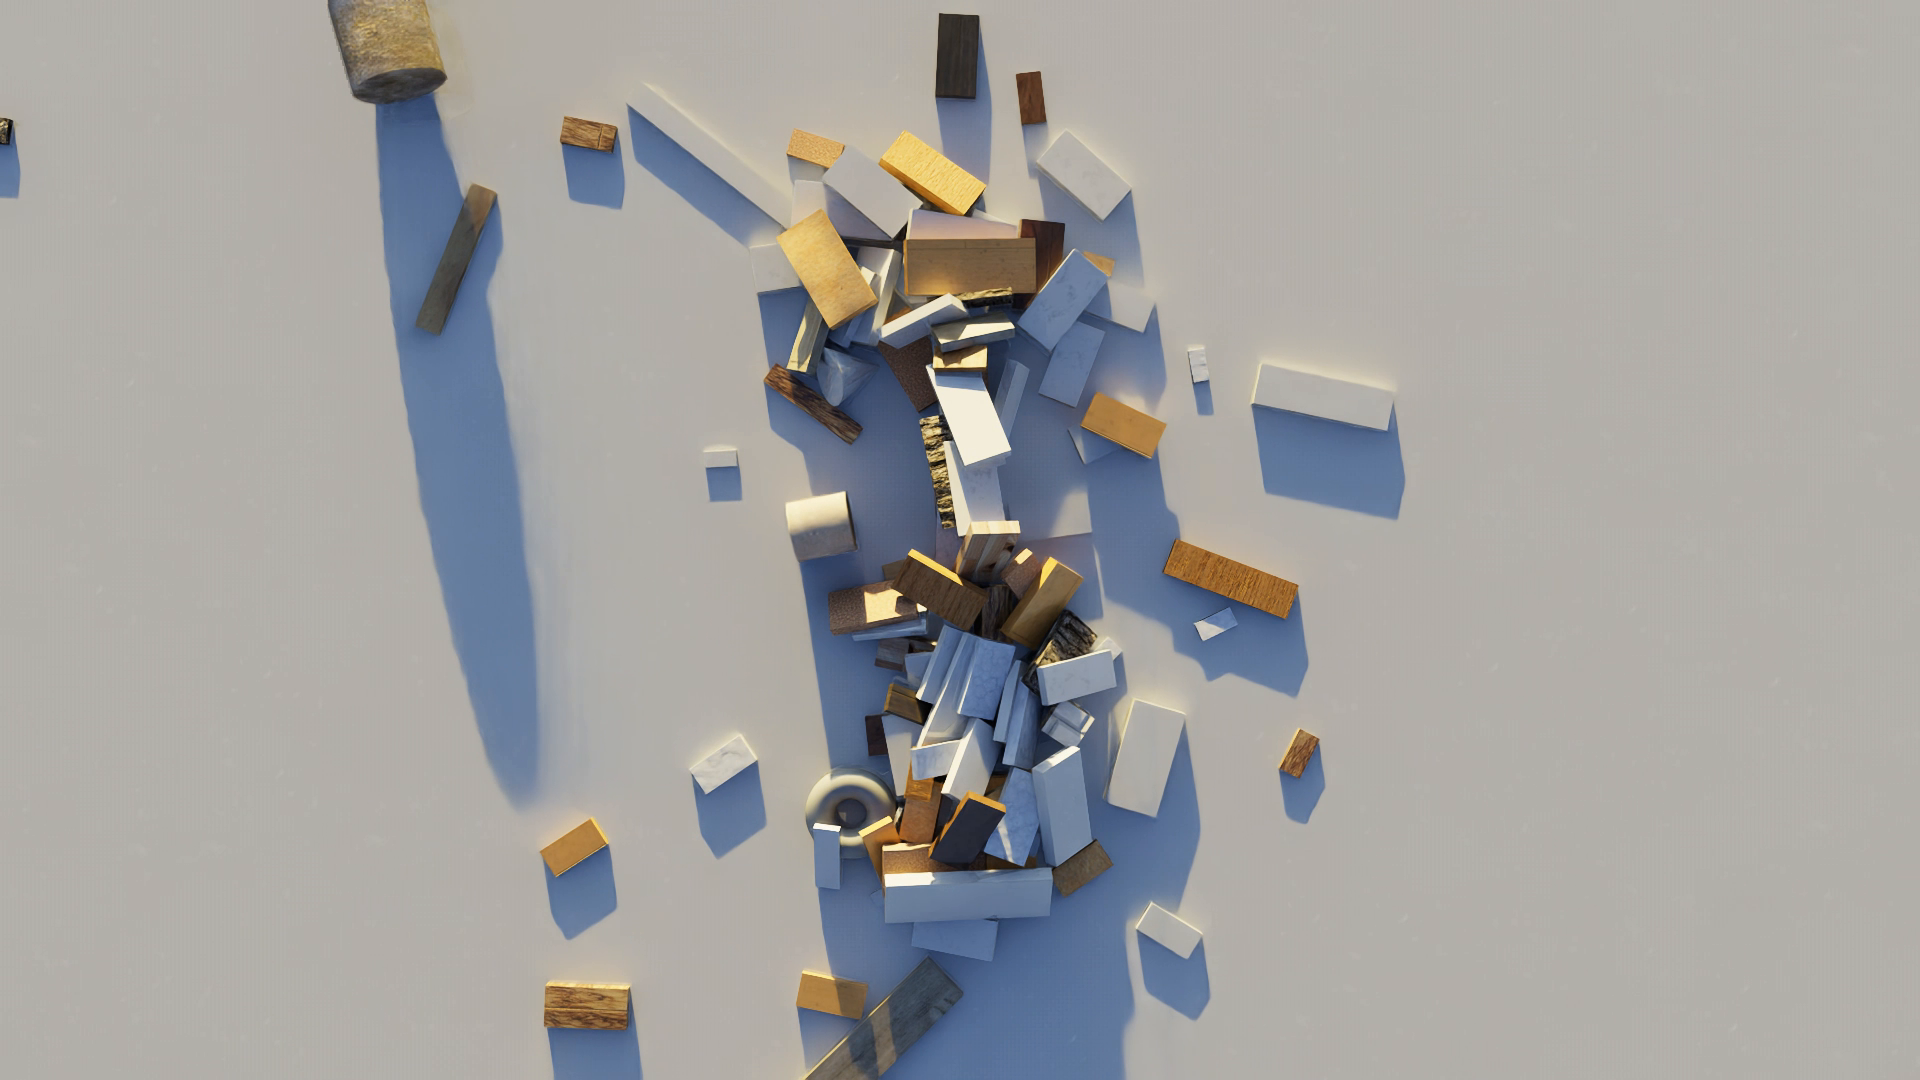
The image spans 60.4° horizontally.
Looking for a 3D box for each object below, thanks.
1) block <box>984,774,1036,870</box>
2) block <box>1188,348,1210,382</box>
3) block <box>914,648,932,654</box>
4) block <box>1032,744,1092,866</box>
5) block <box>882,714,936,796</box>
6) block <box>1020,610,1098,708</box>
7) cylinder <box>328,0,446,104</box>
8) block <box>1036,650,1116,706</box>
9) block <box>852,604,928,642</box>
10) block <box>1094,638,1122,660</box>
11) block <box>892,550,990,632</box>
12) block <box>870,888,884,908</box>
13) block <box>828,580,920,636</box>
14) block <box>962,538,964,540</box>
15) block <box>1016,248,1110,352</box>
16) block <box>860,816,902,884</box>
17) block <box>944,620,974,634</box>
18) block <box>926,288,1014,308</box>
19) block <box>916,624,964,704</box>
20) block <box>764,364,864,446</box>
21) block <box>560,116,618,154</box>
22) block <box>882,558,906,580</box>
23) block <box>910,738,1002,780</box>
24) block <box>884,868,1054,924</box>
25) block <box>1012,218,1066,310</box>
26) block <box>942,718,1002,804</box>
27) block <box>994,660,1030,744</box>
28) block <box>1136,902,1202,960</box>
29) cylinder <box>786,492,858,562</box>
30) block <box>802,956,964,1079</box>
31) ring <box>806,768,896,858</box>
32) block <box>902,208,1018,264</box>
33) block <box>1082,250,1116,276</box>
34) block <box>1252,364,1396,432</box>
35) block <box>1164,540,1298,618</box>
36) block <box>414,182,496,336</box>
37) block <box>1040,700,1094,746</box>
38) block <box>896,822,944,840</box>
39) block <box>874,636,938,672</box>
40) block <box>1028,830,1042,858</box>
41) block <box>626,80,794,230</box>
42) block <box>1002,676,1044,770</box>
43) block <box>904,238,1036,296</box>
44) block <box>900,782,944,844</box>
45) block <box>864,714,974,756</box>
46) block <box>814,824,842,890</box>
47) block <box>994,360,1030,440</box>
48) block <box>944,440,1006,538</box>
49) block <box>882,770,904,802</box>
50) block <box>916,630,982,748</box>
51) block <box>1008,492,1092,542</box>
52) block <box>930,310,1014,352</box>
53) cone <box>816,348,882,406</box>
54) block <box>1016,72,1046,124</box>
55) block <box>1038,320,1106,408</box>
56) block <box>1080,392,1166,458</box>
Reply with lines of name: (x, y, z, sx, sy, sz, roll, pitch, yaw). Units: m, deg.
block: (0.163, 0.943, 5.438, 0.167, 0.047, 0.334, -2, 94, -10)
block: (0.795, -0.581, 5.492, 0.054, 0.015, 0.108, -10, 90, 0)
block: (-0.116, 0.453, 5.452, 0.092, 0.026, 0.184, 7, 113, 0)
block: (0.333, 0.864, 5.363, 0.177, 0.050, 0.354, -27, 118, -38)
block: (-0.166, 0.699, 5.427, 0.132, 0.037, 0.264, -11, 89, 7)
block: (0.327, 0.387, 5.399, 0.144, 0.041, 0.288, 43, 65, -24)
cylinder: (-1.857, -1.617, 5.351, 0.299, 0.299, 0.299, -16, 90, 0)
block: (0.382, 0.448, 5.387, 0.288, 0.035, 0.123, -11, 94, -34)
block: (-0.228, 0.259, 5.428, 0.248, 0.035, 0.124, -6, 56, 11)
block: (0.472, 0.392, 5.491, 0.065, 0.018, 0.130, 44, 90, 0)
block: (-0.064, 0.164, 5.333, 0.290, 0.041, 0.145, 30, 121, 2)
block: (-0.160, 1.130, 5.470, 0.295, 0.015, 0.051, -29, 90, 9)
block: (-0.286, 0.217, 5.424, 0.290, 0.041, 0.145, -12, 55, 7)
block: (0.045, -0.083, 5.282, 0.099, 0.028, 0.198, -10, 92, -2)
block: (0.335, -0.789, 5.432, 0.147, 0.042, 0.312, 38, 89, -8)
block: (-0.242, 1.025, 5.419, 0.111, 0.031, 0.222, -26, 119, -13)
block: (-0.005, 0.249, 5.410, 0.099, 0.028, 0.198, -3, 111, -1)
block: (0.033, -0.779, 5.356, 0.274, 0.085, 0.024, -6, 78, 4)
block: (-0.037, 0.416, 5.383, 0.127, 0.036, 0.255, 21, 91, -26)
block: (-0.488, -0.452, 5.489, 0.361, 0.021, 0.074, 37, 90, 0)
block: (-1.236, -1.349, 5.488, 0.175, 0.025, 0.087, 11, 90, 0)
block: (-0.196, 0.154, 5.488, 0.085, 0.024, 0.169, -17, 90, 0)
block: (-0.011, 0.700, 5.350, 0.351, 0.028, 0.099, -6, 90, -39)
block: (0.026, 1.159, 5.377, 0.541, 0.050, 0.177, -1, 126, -5)
block: (0.259, -0.905, 5.453, 0.147, 0.042, 0.293, 4, 96, -10)
block: (0.045, 0.726, 5.346, 0.135, 0.038, 0.269, 36, 63, -30)
block: (0.181, 0.536, 5.409, 0.038, 0.135, 0.269, 8, 80, 28)
block: (0.696, 1.299, 5.486, 0.197, 0.028, 0.099, 31, 90, 0)
cylinder: (-0.453, -0.043, 5.402, 0.195, 0.195, 0.195, -11, 90, 0)
block: (-0.344, 1.736, 5.476, 0.827, 0.047, 0.167, -44, 90, 0)
ring: (-0.360, 0.904, 5.449, 0.303, 0.101, 0.303, 0, 94, -1)
block: (0.000, -0.965, 5.382, 0.352, 0.050, 0.176, 6, 95, -14)
block: (0.458, -0.921, 5.492, 0.108, 0.015, 0.054, 16, 90, 0)
block: (1.207, -0.474, 5.481, 0.452, 0.038, 0.135, 12, 90, 0)
block: (0.900, 0.129, 5.483, 0.434, 0.034, 0.121, 21, 90, 0)
block: (-1.678, -0.934, 5.488, 0.083, 0.023, 0.513, 22, 90, 0)
block: (0.352, 0.602, 5.437, 0.125, 0.125, 0.125, 33, 90, 0)
block: (-0.129, 0.963, 5.488, 0.168, 0.024, 0.084, 27, 90, 0)
block: (-0.154, 0.381, 5.463, 0.241, 0.034, 0.121, 12, 111, 0)
block: (0.129, 0.956, 5.362, 0.271, 0.023, 0.083, 18, 92, -13)
block: (-0.807, -1.271, 5.488, 0.711, 0.025, 0.087, 38, 90, 0)
block: (0.216, 0.602, 5.406, 0.041, 0.144, 0.288, 7, 80, 28)
block: (0.033, -0.886, 5.348, 0.427, 0.050, 0.176, -3, 97, -13)
block: (-0.125, 0.888, 5.396, 0.111, 0.031, 0.222, 15, 108, 11)
block: (-0.131, 0.631, 5.459, 0.355, 0.037, 0.132, -6, 90, 7)
block: (-0.435, 1.041, 5.421, 0.084, 0.024, 0.249, 6, 121, 8)
block: (0.155, -0.454, 5.432, 0.037, 0.131, 0.263, 17, 90, 21)
block: (0.047, -0.170, 5.241, 0.154, 0.044, 0.308, -9, 80, -2)
block: (-0.214, 0.817, 5.493, 0.051, 0.015, 0.103, -28, 90, 0)
block: (-0.009, 0.516, 5.373, 0.127, 0.036, 0.427, 22, 93, -27)
block: (0.298, -0.074, 5.481, 0.263, 0.037, 0.131, -8, 90, 0)
block: (0.040, -0.675, 5.325, 0.247, 0.123, 0.035, -13, 128, -11)
cone: (-0.344, -0.559, 5.456, 0.196, 0.196, 0.196, -16, 90, -27)
block: (0.236, -1.471, 5.488, 0.083, 0.023, 0.166, -7, 90, 0)
block: (0.370, -0.588, 5.481, 0.135, 0.038, 0.269, 21, 90, 0)
block: (0.540, -0.379, 5.445, 0.255, 0.035, 0.124, 25, 90, 0)
